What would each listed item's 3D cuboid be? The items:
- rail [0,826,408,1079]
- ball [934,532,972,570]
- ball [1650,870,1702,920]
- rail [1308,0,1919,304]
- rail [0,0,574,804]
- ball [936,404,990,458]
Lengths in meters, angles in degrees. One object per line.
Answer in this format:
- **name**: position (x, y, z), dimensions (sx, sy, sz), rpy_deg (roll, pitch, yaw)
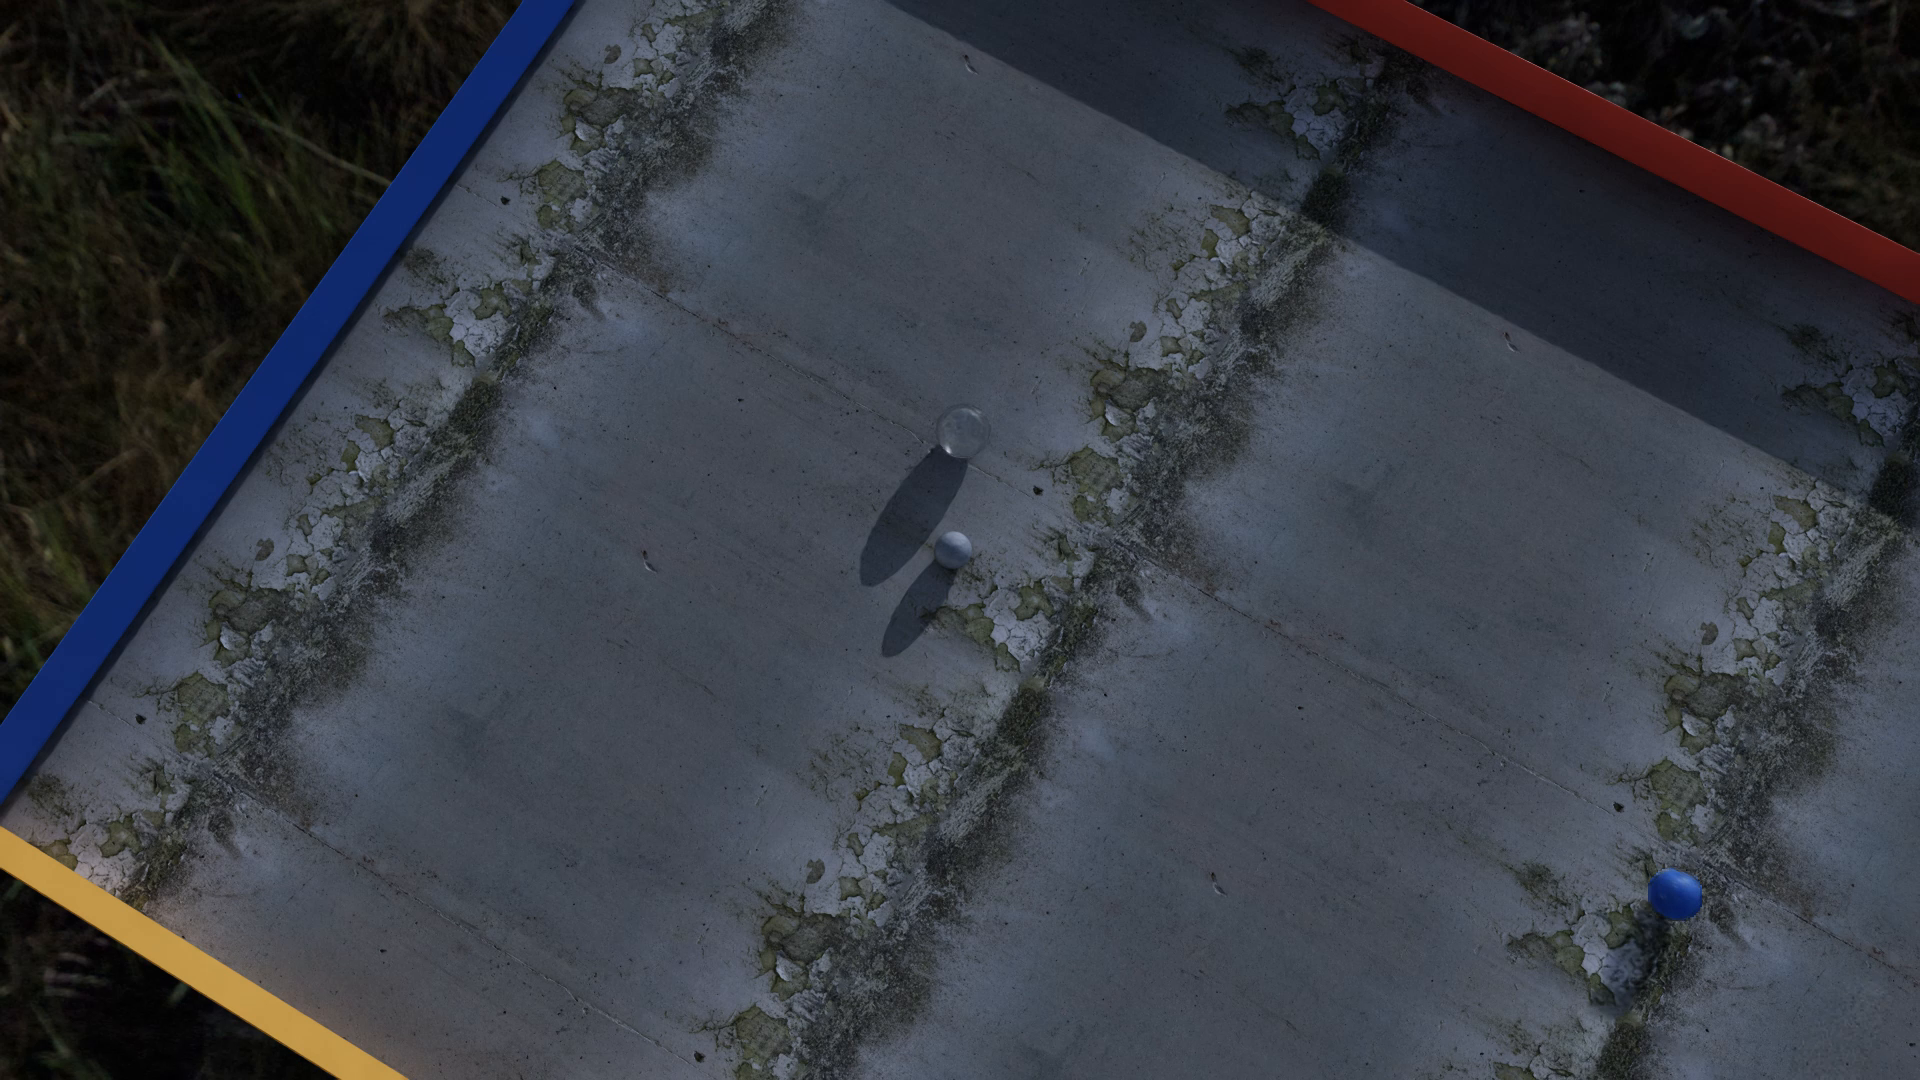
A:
- **rail**: position (0.364, 1.424, 2.921), dimensions (4.256, 0.112, 0.045), rpy_deg (29, 75, 9)
- **ball**: position (-0.011, 0.016, 3.387), dimensions (0.059, 0.059, 0.059), rpy_deg (0, 73, 0)
- **ball**: position (1.049, 0.520, 3.224), dimensions (0.071, 0.071, 0.071), rpy_deg (0, 73, 0)
- **rail**: position (1.479, -0.419, 3.493), dimensions (4.256, 0.112, 0.045), rpy_deg (29, 75, 9)
- **rail**: position (-0.901, -0.503, 3.519), dimensions (0.045, 0.112, 2.277), rpy_deg (29, 75, 9)
- **ball**: position (0.005, -0.170, 3.431), dimensions (0.086, 0.086, 0.086), rpy_deg (0, 73, 0)
